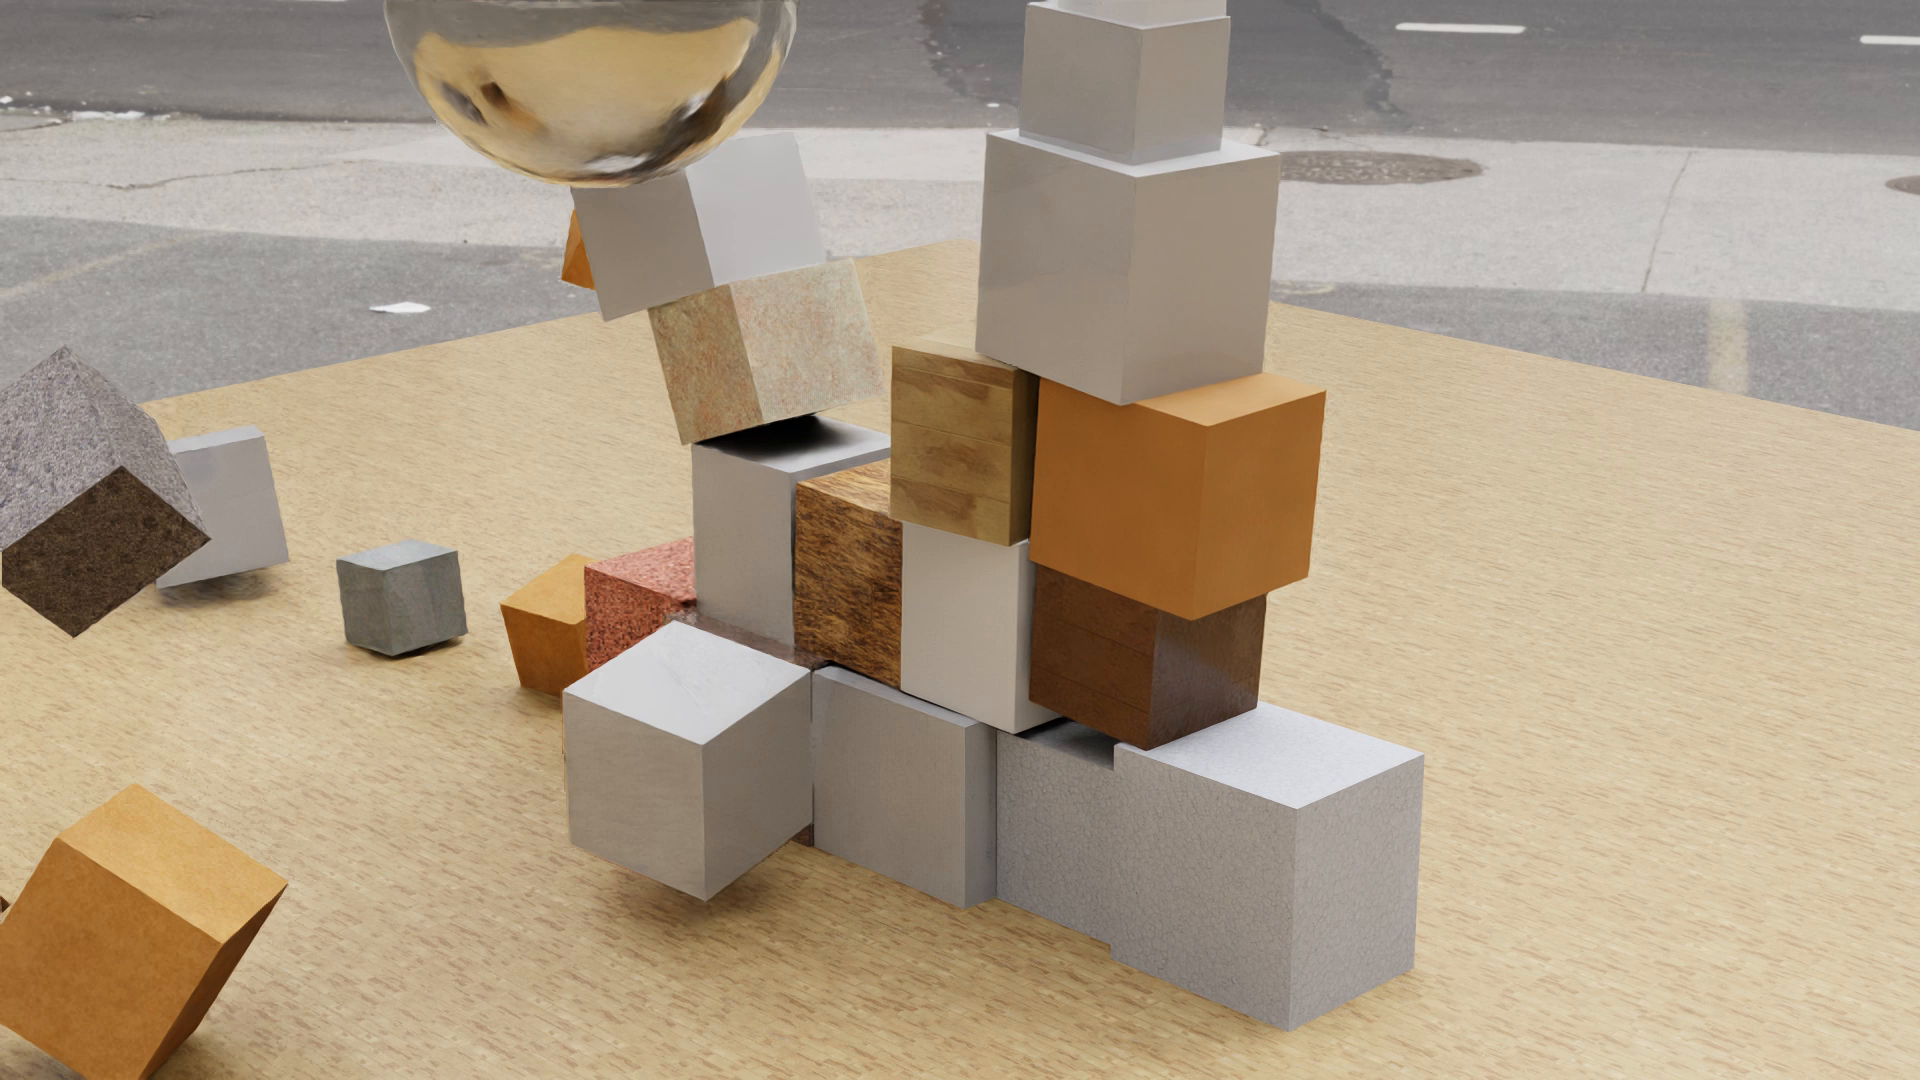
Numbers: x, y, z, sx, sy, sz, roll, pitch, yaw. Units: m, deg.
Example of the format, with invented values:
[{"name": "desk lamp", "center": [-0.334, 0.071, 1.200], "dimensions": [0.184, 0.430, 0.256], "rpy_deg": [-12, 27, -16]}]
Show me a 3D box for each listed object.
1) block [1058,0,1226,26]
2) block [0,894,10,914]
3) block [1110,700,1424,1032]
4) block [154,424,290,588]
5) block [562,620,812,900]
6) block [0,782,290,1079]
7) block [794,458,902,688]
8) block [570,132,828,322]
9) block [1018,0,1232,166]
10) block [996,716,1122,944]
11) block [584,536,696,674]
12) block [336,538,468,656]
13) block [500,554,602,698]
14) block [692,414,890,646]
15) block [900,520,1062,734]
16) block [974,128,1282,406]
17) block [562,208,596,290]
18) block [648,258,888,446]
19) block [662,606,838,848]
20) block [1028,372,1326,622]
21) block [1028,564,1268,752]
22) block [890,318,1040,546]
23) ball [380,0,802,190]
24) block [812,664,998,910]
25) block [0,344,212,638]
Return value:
[{"name": "block", "center": [0.751, -2.394, 11.779], "dimensions": [0.494, 0.541, 0.465], "rpy_deg": [-17, 28, -42]}, {"name": "block", "center": [-4.178, 1.290, 10.966], "dimensions": [0.733, 0.748, 0.633], "rpy_deg": [-46, 36, -20]}, {"name": "block", "center": [1.293, 1.345, 12.424], "dimensions": [0.847, 0.983, 0.980], "rpy_deg": [-17, 24, -42]}, {"name": "block", "center": [-4.471, -0.208, 17.403], "dimensions": [0.769, 0.755, 0.814], "rpy_deg": [-12, 10, -16]}, {"name": "block", "center": [-1.199, 0.965, 13.006], "dimensions": [0.771, 0.795, 0.771], "rpy_deg": [18, 32, 29]}, {"name": "block", "center": [-3.240, 1.548, 11.437], "dimensions": [0.739, 0.744, 0.875], "rpy_deg": [33, 9, -2]}, {"name": "block", "center": [-0.255, 0.131, 13.621], "dimensions": [0.719, 0.797, 0.727], "rpy_deg": [-16, 26, -42]}, {"name": "block", "center": [-1.261, -1.513, 14.167], "dimensions": [0.816, 0.672, 0.762], "rpy_deg": [-12, 3, 43]}, {"name": "block", "center": [0.670, -1.891, 11.978], "dimensions": [0.540, 0.547, 0.634], "rpy_deg": [-16, 28, -42]}, {"name": "block", "center": [0.665, 1.239, 13.046], "dimensions": [0.642, 0.812, 0.773], "rpy_deg": [-17, 24, -42]}, {"name": "block", "center": [-1.352, 0.579, 14.942], "dimensions": [0.763, 0.935, 0.791], "rpy_deg": [-17, 24, -42]}, {"name": "block", "center": [-3.128, 0.316, 16.435], "dimensions": [0.498, 0.489, 0.475], "rpy_deg": [-17, 19, -40]}, {"name": "block", "center": [-2.017, 0.482, 15.731], "dimensions": [0.564, 0.519, 0.572], "rpy_deg": [14, 36, 36]}, {"name": "block", "center": [-0.755, -0.062, 14.130], "dimensions": [0.782, 0.848, 0.709], "rpy_deg": [-17, 24, -42]}, {"name": "block", "center": [0.267, 0.266, 13.130], "dimensions": [0.708, 0.870, 0.785], "rpy_deg": [18, 25, 42]}, {"name": "block", "center": [0.692, -1.192, 12.240], "dimensions": [0.837, 0.941, 0.886], "rpy_deg": [-14, 27, -39]}, {"name": "block", "center": [-1.760, -1.621, 15.446], "dimensions": [0.503, 0.479, 0.488], "rpy_deg": [17, 50, -17]}, {"name": "block", "center": [-0.923, -0.900, 14.041], "dimensions": [0.755, 0.671, 0.685], "rpy_deg": [-16, 3, -40]}, {"name": "block", "center": [-0.705, 0.793, 14.323], "dimensions": [1.032, 0.899, 1.051], "rpy_deg": [17, 24, 42]}, {"name": "block", "center": [0.908, -0.268, 12.333], "dimensions": [0.896, 0.833, 0.783], "rpy_deg": [21, 27, 39]}, {"name": "block", "center": [0.809, 0.412, 12.609], "dimensions": [0.725, 0.642, 0.683], "rpy_deg": [-17, 28, -42]}, {"name": "block", "center": [0.172, -0.492, 12.800], "dimensions": [0.637, 0.775, 0.729], "rpy_deg": [14, 22, 34]}, {"name": "ball", "center": [-1.404, -2.145, 11.196], "dimensions": [1.600, 1.600, 1.600], "rpy_deg": [0, 17, 0]}, {"name": "block", "center": [0.031, 1.021, 13.645], "dimensions": [1.024, 0.870, 1.000], "rpy_deg": [-17, 24, -42]}, {"name": "block", "center": [-3.656, -0.197, 12.048], "dimensions": [0.703, 0.640, 0.753], "rpy_deg": [-36, 55, 1]}]
